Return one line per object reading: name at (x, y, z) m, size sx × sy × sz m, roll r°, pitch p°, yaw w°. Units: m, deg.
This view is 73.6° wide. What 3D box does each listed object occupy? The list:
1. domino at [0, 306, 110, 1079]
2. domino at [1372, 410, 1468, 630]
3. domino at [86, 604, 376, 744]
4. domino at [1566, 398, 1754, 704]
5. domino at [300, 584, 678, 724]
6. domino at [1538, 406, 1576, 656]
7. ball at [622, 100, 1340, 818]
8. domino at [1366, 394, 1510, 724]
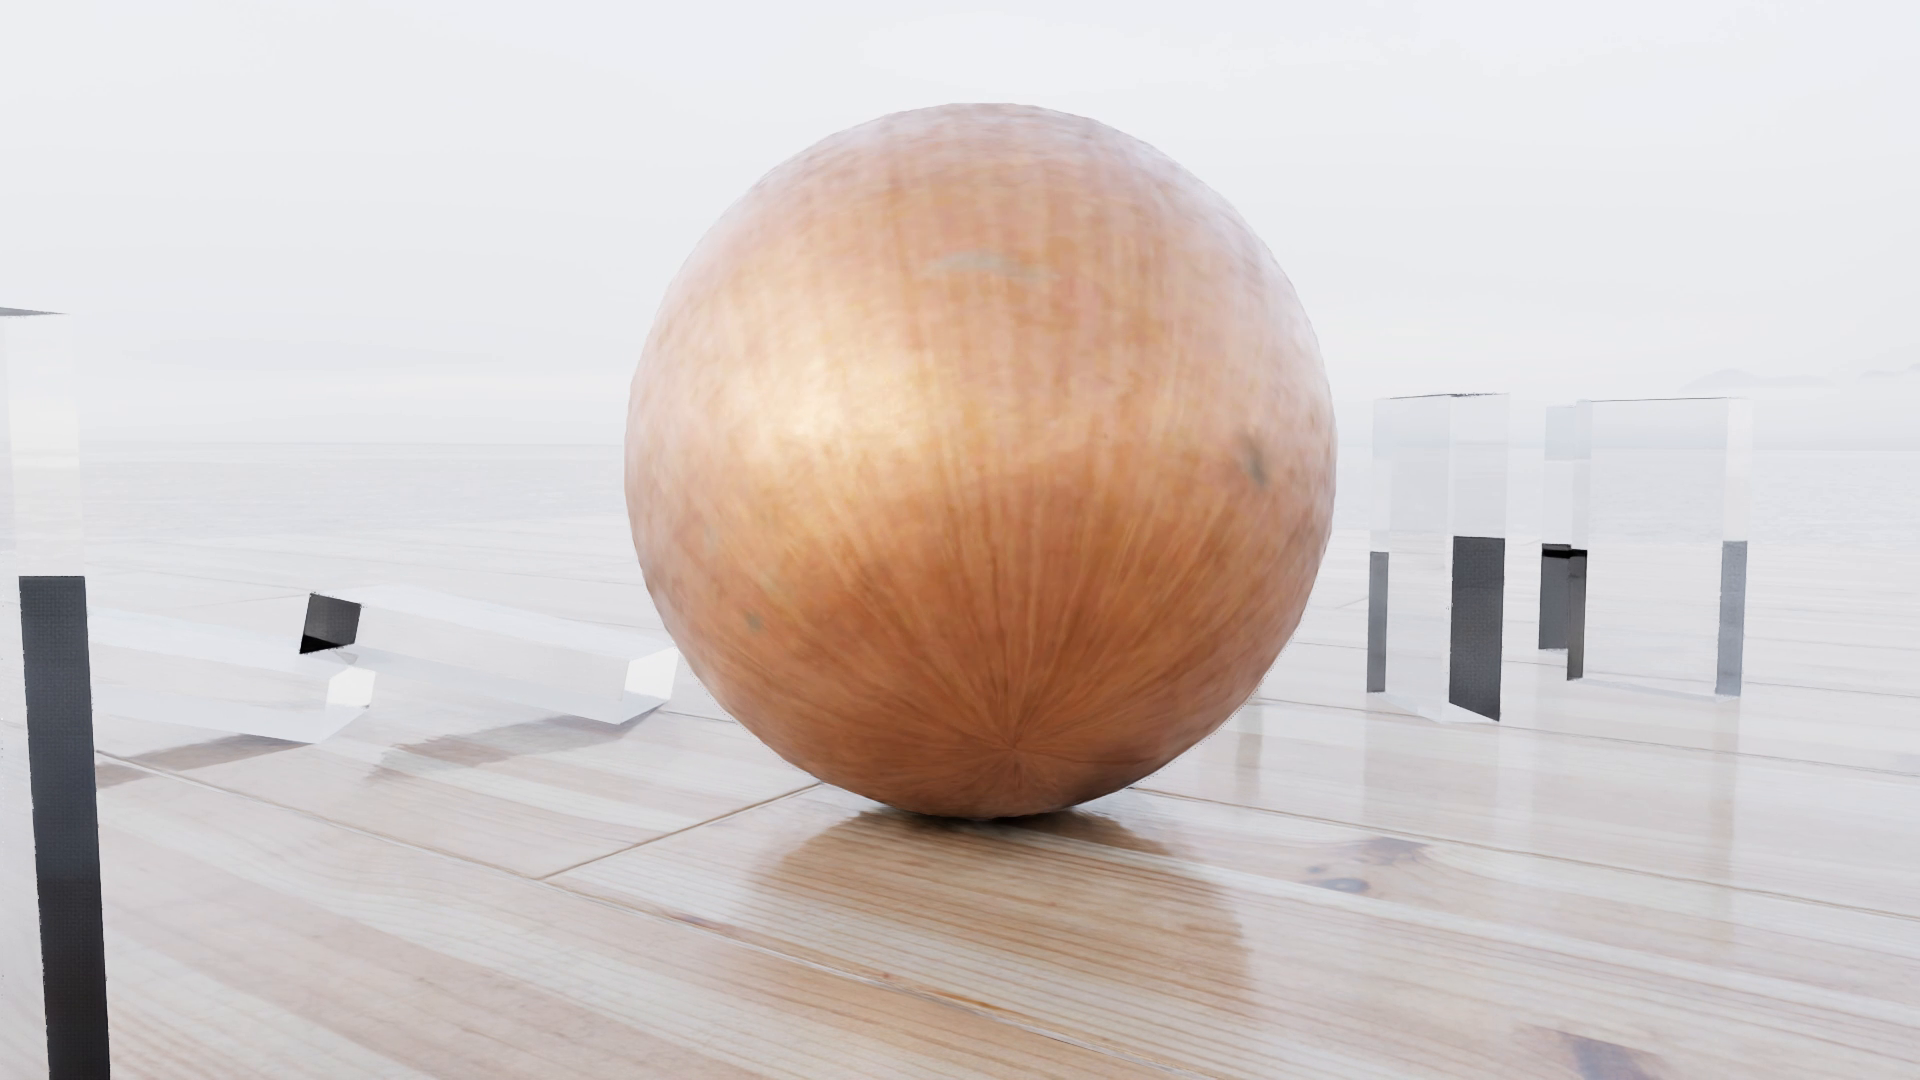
domino at (-0.060, 0.013, 0.066) m, size 0.010 × 0.050 × 0.025 m, roll 1°, pitch 5°, yaw 18°
domino at (0.109, -0.005, 0.303) m, size 0.025 × 0.050 × 0.010 m, roll -4°, pitch 6°, yaw -43°
domino at (-0.116, 0.019, 0.190) m, size 0.050 × 0.009 × 0.025 m, roll 10°, pitch 2°, yaw -10°
domino at (0.120, 0.001, 0.221) m, size 0.010 × 0.050 × 0.025 m, roll -3°, pitch 5°, yaw -37°
domino at (-0.073, 0.017, 0.203) m, size 0.050 × 0.009 × 0.025 m, roll 12°, pitch 2°, yaw 5°
domino at (0.133, -0.002, 0.263) m, size 0.025 × 0.050 × 0.010 m, roll -1°, pitch 4°, yaw -17°
ball at (0.002, -0.009, 0.149) m, size 0.080 × 0.080 × 0.080 m, roll 0°, pitch 4°, yaw 0°
domino at (0.076, 0.002, 0.206) m, size 0.010 × 0.050 × 0.025 m, roll -1°, pitch 4°, yaw -8°
